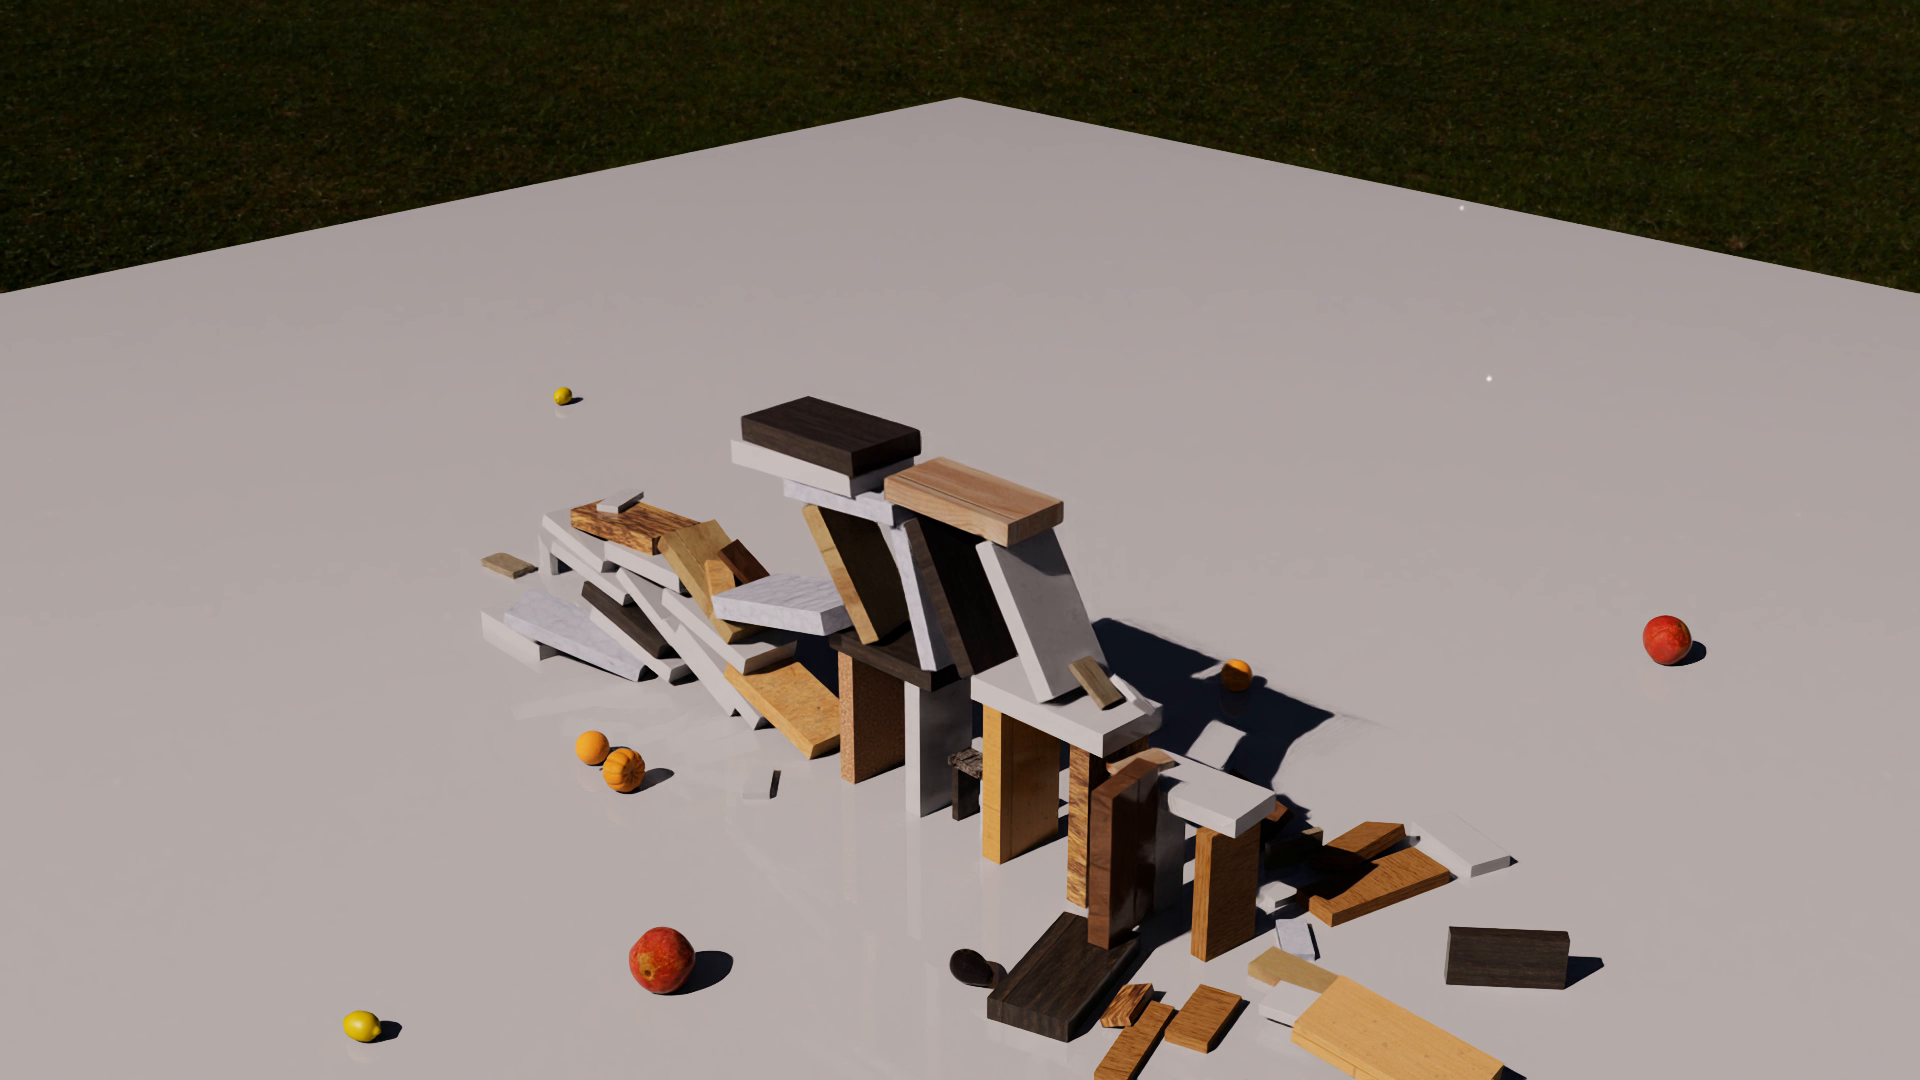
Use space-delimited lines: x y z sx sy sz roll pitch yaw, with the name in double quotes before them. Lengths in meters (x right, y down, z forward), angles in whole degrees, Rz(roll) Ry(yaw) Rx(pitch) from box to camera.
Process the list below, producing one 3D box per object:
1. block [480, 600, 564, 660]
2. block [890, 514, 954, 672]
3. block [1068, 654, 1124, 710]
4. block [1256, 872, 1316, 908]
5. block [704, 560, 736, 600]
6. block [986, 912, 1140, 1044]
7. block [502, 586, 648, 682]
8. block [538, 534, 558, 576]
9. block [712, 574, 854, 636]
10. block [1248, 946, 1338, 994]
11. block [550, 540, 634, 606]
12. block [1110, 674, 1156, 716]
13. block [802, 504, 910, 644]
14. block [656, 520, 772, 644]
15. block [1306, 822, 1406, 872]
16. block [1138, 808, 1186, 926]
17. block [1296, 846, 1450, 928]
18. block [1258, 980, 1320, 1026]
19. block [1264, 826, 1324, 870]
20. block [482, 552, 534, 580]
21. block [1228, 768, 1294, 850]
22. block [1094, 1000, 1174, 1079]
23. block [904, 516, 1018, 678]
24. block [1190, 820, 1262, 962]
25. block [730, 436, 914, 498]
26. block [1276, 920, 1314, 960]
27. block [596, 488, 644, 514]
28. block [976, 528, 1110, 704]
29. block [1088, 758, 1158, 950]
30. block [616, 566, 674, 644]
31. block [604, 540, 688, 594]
"block" -1.012 0.208 5.223 0.131 0.037 0.261 -19 30 -38
"block" -0.039 0.089 4.302 0.150 0.301 0.043 -23 16 -41
"block" 0.251 0.263 4.073 0.051 0.015 0.103 -21 66 -40
"block" 0.624 0.665 4.174 0.113 0.016 0.056 -13 26 -28
"block" -0.522 0.093 4.807 0.056 0.016 0.112 6 47 -24
"block" 0.187 0.769 3.892 0.154 0.044 0.308 12 26 26
"block" -0.867 0.217 5.062 0.340 0.037 0.131 22 31 6
"block" -1.048 0.036 5.593 0.018 0.064 0.129 -9 25 -21
"block" -0.337 0.133 4.629 0.175 0.050 0.412 -20 15 -36
"block" 0.598 0.775 3.905 0.156 0.022 0.078 20 29 38
"block" -0.825 0.063 5.115 0.250 0.032 0.112 33 33 27
"block" 0.318 0.286 4.055 0.051 0.015 0.103 35 6 -29
"block" -0.201 0.044 4.432 0.043 0.301 0.150 -19 9 36
"block" -0.527 0.090 4.849 0.146 0.041 0.292 -18 60 -40
"block" 0.773 0.596 4.284 0.188 0.027 0.094 -20 11 -39
"block" 0.362 0.573 4.077 0.037 0.260 0.130 20 30 39
"block" 0.785 0.657 4.175 0.292 0.029 0.103 -14 26 -29
"block" 0.599 0.806 3.766 0.156 0.022 0.078 13 31 35
"block" 0.649 0.600 4.275 0.126 0.056 0.016 -12 26 -25
"block" -1.150 0.064 5.586 0.129 0.018 0.064 19 29 37
"block" 0.575 0.537 4.393 0.094 0.027 0.188 -47 36 -5
"block" 0.297 0.853 3.731 0.056 0.016 0.232 10 25 23
"block" 0.016 0.091 4.242 0.158 0.315 0.045 -21 2 -40
"block" 0.479 0.620 3.965 0.130 0.260 0.037 -19 29 -37
"block" -0.277 -0.168 4.400 0.350 0.050 0.175 17 29 41
"block" 0.612 0.731 4.018 0.056 0.016 0.112 0 23 0
"block" -0.797 -0.092 5.159 0.056 0.016 0.122 8 22 20
"block" 0.156 0.129 4.108 0.157 0.315 0.045 -21 -1 -40
"block" 0.292 0.561 3.933 0.044 0.308 0.154 16 27 33
"block" -0.677 0.139 5.027 0.112 0.032 0.223 -18 60 -46
"block" -0.664 0.044 4.995 0.146 0.041 0.293 -17 27 -39
